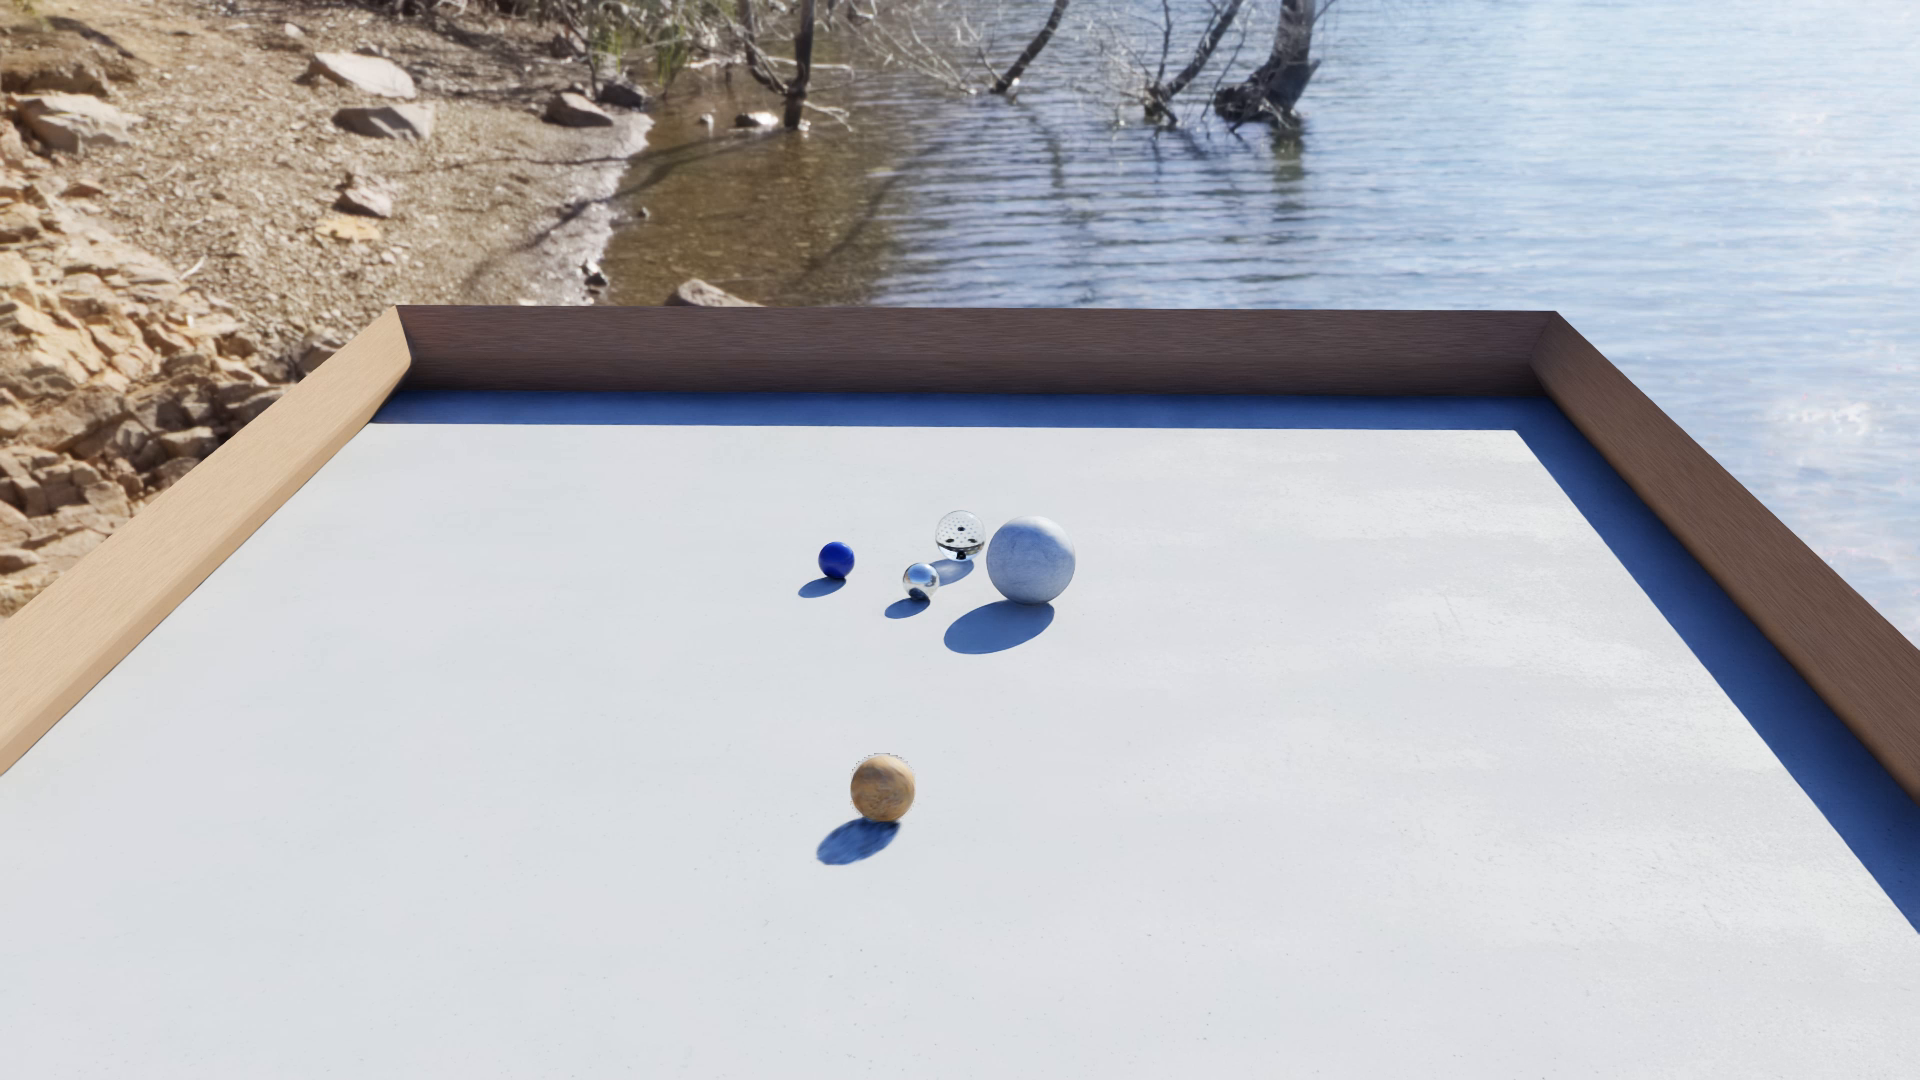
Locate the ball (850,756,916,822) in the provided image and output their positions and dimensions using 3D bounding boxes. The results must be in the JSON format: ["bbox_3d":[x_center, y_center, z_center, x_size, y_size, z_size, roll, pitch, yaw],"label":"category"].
[{"bbox_3d":[-0.067,0.218,1.923,0.058,0.058,0.058,0,19,0],"label":"ball"}]

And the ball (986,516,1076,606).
[{"bbox_3d":[0.079,0.023,2.438,0.100,0.100,0.100,0,19,0],"label":"ball"}]

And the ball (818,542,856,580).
[{"bbox_3d":[-0.142,0.023,2.525,0.043,0.043,0.043,0,19,0],"label":"ball"}]

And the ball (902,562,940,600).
[{"bbox_3d":[-0.044,0.046,2.460,0.042,0.042,0.042,0,19,0],"label":"ball"}]

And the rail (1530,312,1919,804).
[{"bbox_3d":[0.828,0.224,1.786,0.045,0.130,3.168,0,19,1],"label":"rail"}]

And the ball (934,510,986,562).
[{"bbox_3d":[0.001,-0.005,2.581,0.061,0.061,0.061,0,19,0],"label":"ball"}]

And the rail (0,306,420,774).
[{"bbox_3d":[-0.863,0.212,1.822,0.045,0.130,3.168,0,19,1],"label":"rail"}]

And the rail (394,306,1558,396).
[{"bbox_3d":[0.017,-0.278,3.283,1.738,0.130,0.045,0,19,1],"label":"rail"}]
